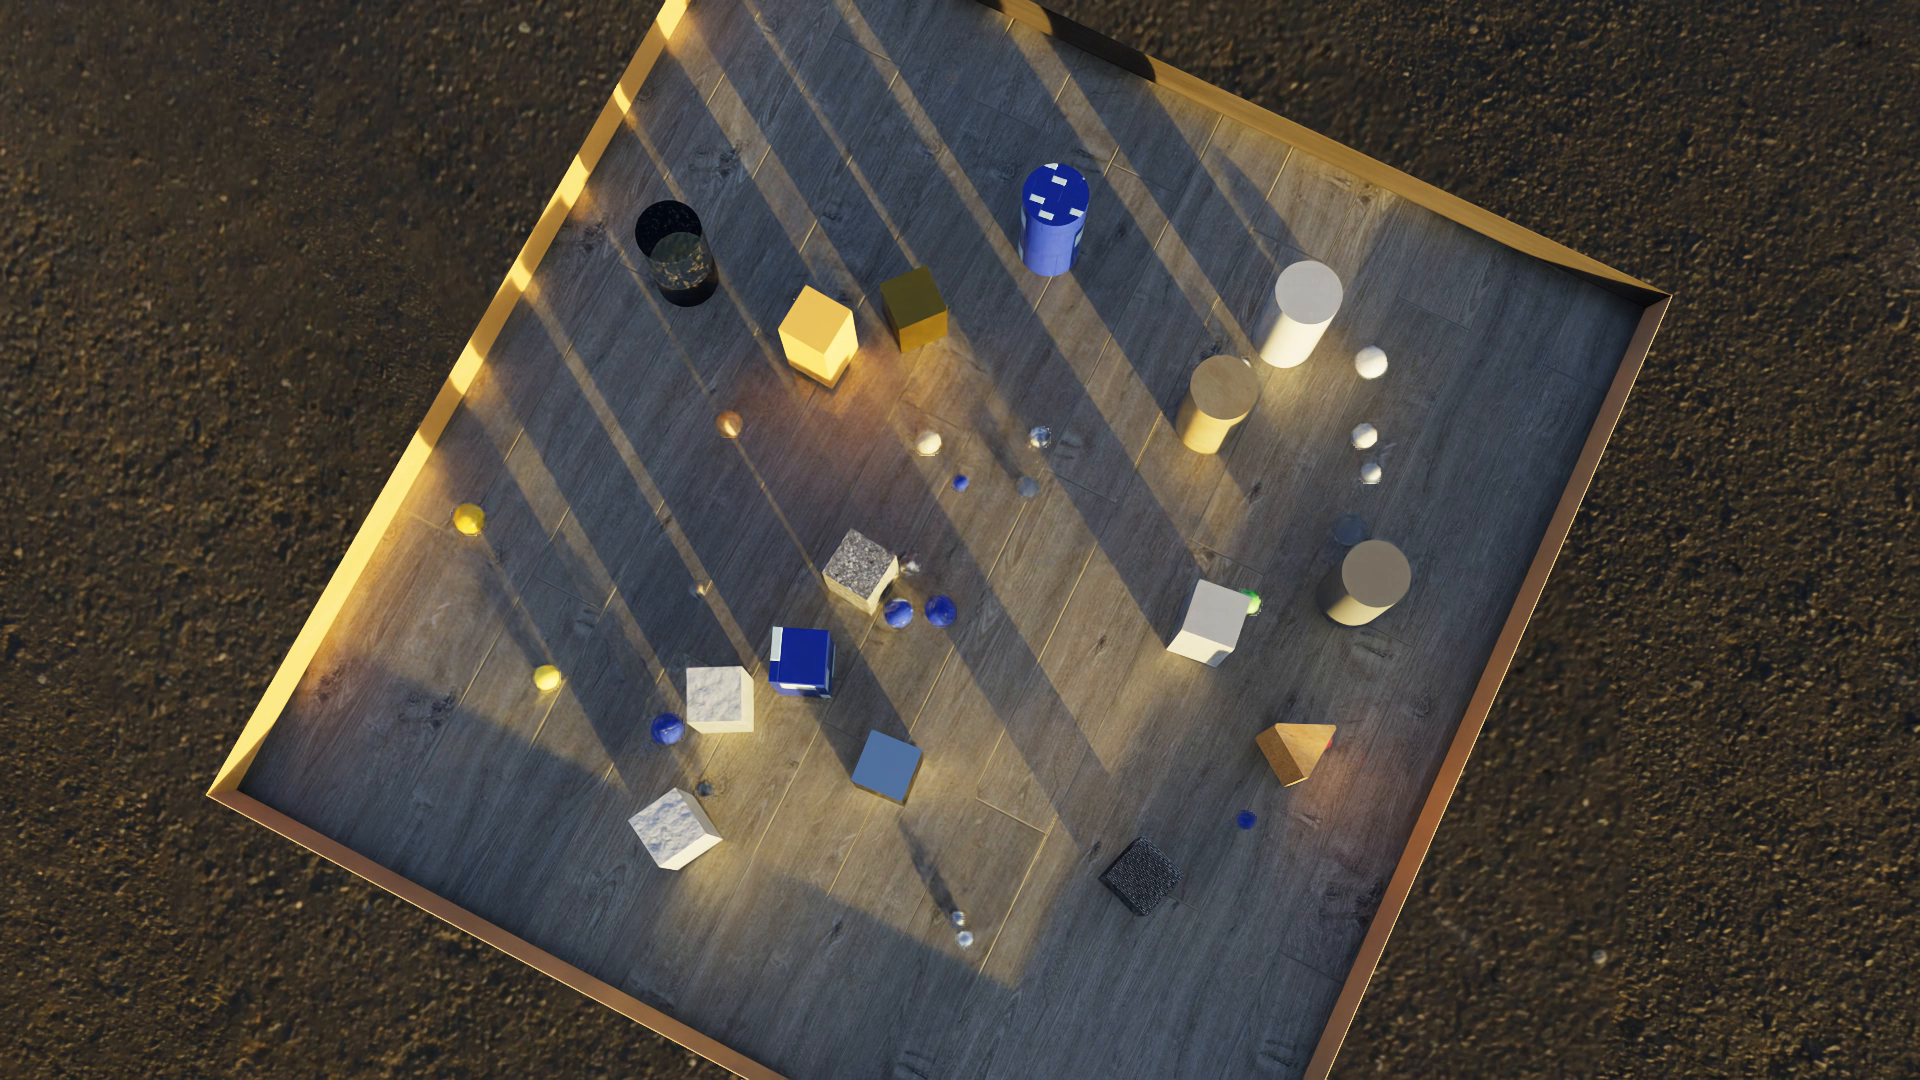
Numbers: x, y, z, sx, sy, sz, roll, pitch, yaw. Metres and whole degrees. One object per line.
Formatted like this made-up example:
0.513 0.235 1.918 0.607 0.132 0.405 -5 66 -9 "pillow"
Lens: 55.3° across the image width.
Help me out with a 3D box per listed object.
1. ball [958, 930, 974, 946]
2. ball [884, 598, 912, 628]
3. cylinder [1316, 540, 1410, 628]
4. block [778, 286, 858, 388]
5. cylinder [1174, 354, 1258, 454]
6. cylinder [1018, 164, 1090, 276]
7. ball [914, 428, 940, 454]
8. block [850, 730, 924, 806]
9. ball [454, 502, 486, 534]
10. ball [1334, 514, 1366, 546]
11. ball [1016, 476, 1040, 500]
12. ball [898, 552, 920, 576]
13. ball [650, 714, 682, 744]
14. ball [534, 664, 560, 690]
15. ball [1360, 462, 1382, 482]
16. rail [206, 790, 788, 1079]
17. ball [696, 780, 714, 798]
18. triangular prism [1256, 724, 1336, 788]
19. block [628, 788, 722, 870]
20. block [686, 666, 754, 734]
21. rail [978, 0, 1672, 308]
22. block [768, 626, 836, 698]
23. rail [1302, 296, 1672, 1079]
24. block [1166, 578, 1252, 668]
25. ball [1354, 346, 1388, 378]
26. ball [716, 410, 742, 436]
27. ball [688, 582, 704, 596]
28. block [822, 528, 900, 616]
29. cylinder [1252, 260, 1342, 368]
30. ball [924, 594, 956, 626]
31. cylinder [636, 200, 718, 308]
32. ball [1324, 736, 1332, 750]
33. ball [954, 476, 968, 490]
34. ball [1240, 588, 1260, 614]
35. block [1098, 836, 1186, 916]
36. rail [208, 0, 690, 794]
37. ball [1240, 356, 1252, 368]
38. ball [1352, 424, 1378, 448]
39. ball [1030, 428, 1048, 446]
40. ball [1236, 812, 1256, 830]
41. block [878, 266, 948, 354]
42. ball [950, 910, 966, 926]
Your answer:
0.015 1.164 5.352 0.046 0.046 0.046 0 78 0 "ball"
-0.186 0.220 5.526 0.088 0.088 0.088 0 78 0 "ball"
1.184 0.134 5.395 0.197 0.380 0.197 0 78 0 "cylinder"
-0.427 -0.611 5.561 0.157 0.356 0.157 30 80 6 "block"
0.765 -0.403 5.502 0.197 0.387 0.197 0 78 0 "cylinder"
0.282 -0.972 5.599 0.197 0.429 0.197 0 78 0 "cylinder"
-0.100 -0.305 5.638 0.081 0.081 0.081 0 78 0 "ball"
-0.208 0.667 5.339 0.157 0.274 0.157 22 79 4 "block"
-1.495 -0.067 5.582 0.095 0.095 0.095 0 78 0 "ball"
1.184 -0.029 5.574 0.095 0.095 0.095 0 78 0 "ball"
0.207 -0.161 5.613 0.073 0.073 0.073 0 78 0 "ball"
-0.155 0.071 5.565 0.073 0.073 0.073 0 78 0 "ball"
-0.874 0.562 5.453 0.093 0.093 0.093 0 78 0 "ball"
-1.240 0.411 5.494 0.074 0.074 0.074 0 78 0 "ball"
1.262 -0.208 5.628 0.062 0.062 0.062 0 78 0 "ball"
-0.734 1.444 5.251 3.243 0.128 0.045 26 80 5 "rail"
-0.757 0.739 5.438 0.051 0.051 0.051 0 78 0 "ball"
0.950 0.593 5.316 0.147 0.349 0.170 31 80 6 "triangular prism"
-0.813 0.833 5.262 0.157 0.357 0.157 -35 80 -7 "block"
-0.700 0.470 5.366 0.157 0.300 0.157 -2 78 0 "block"
0.734 -1.431 5.846 3.243 0.128 0.045 26 80 5 "rail"
-0.461 0.362 5.379 0.157 0.318 0.157 4 78 1 "block"
1.429 0.707 5.404 0.045 0.128 3.330 26 80 5 "rail"
0.725 0.247 5.367 0.157 0.388 0.157 20 79 4 "block"
1.273 -0.551 5.681 0.098 0.098 0.098 0 78 0 "ball"
-0.712 -0.360 5.649 0.083 0.083 0.083 0 78 0 "ball"
-0.801 0.149 5.562 0.046 0.046 0.046 0 78 0 "ball"
-0.294 0.096 5.463 0.157 0.261 0.157 32 80 6 "block"
1.016 -0.677 5.541 0.197 0.423 0.197 0 78 0 "cylinder"
-0.060 0.212 5.524 0.095 0.095 0.095 0 78 0 "ball"
-0.860 -0.869 5.594 0.197 0.396 0.197 0 78 0 "cylinder"
1.085 0.598 5.466 0.052 0.052 0.052 0 78 0 "ball"
0.003 -0.176 5.630 0.046 0.046 0.046 0 78 0 "ball"
0.868 0.186 5.539 0.077 0.077 0.077 0 78 0 "ball"
0.517 0.967 5.262 0.157 0.303 0.157 43 82 8 "block"
-1.429 -0.693 5.694 0.045 0.128 3.330 26 80 5 "rail"
0.884 -0.546 5.704 0.050 0.050 0.050 0 78 0 "ball"
1.248 -0.322 5.645 0.076 0.076 0.076 0 78 0 "ball"
0.244 -0.318 5.652 0.060 0.060 0.060 0 78 0 "ball"
0.846 0.831 5.418 0.053 0.053 0.053 0 78 0 "ball"
-0.142 -0.708 5.641 0.157 0.240 0.157 -23 79 -5 "block"
-0.005 1.108 5.364 0.045 0.045 0.045 0 78 0 "ball"
